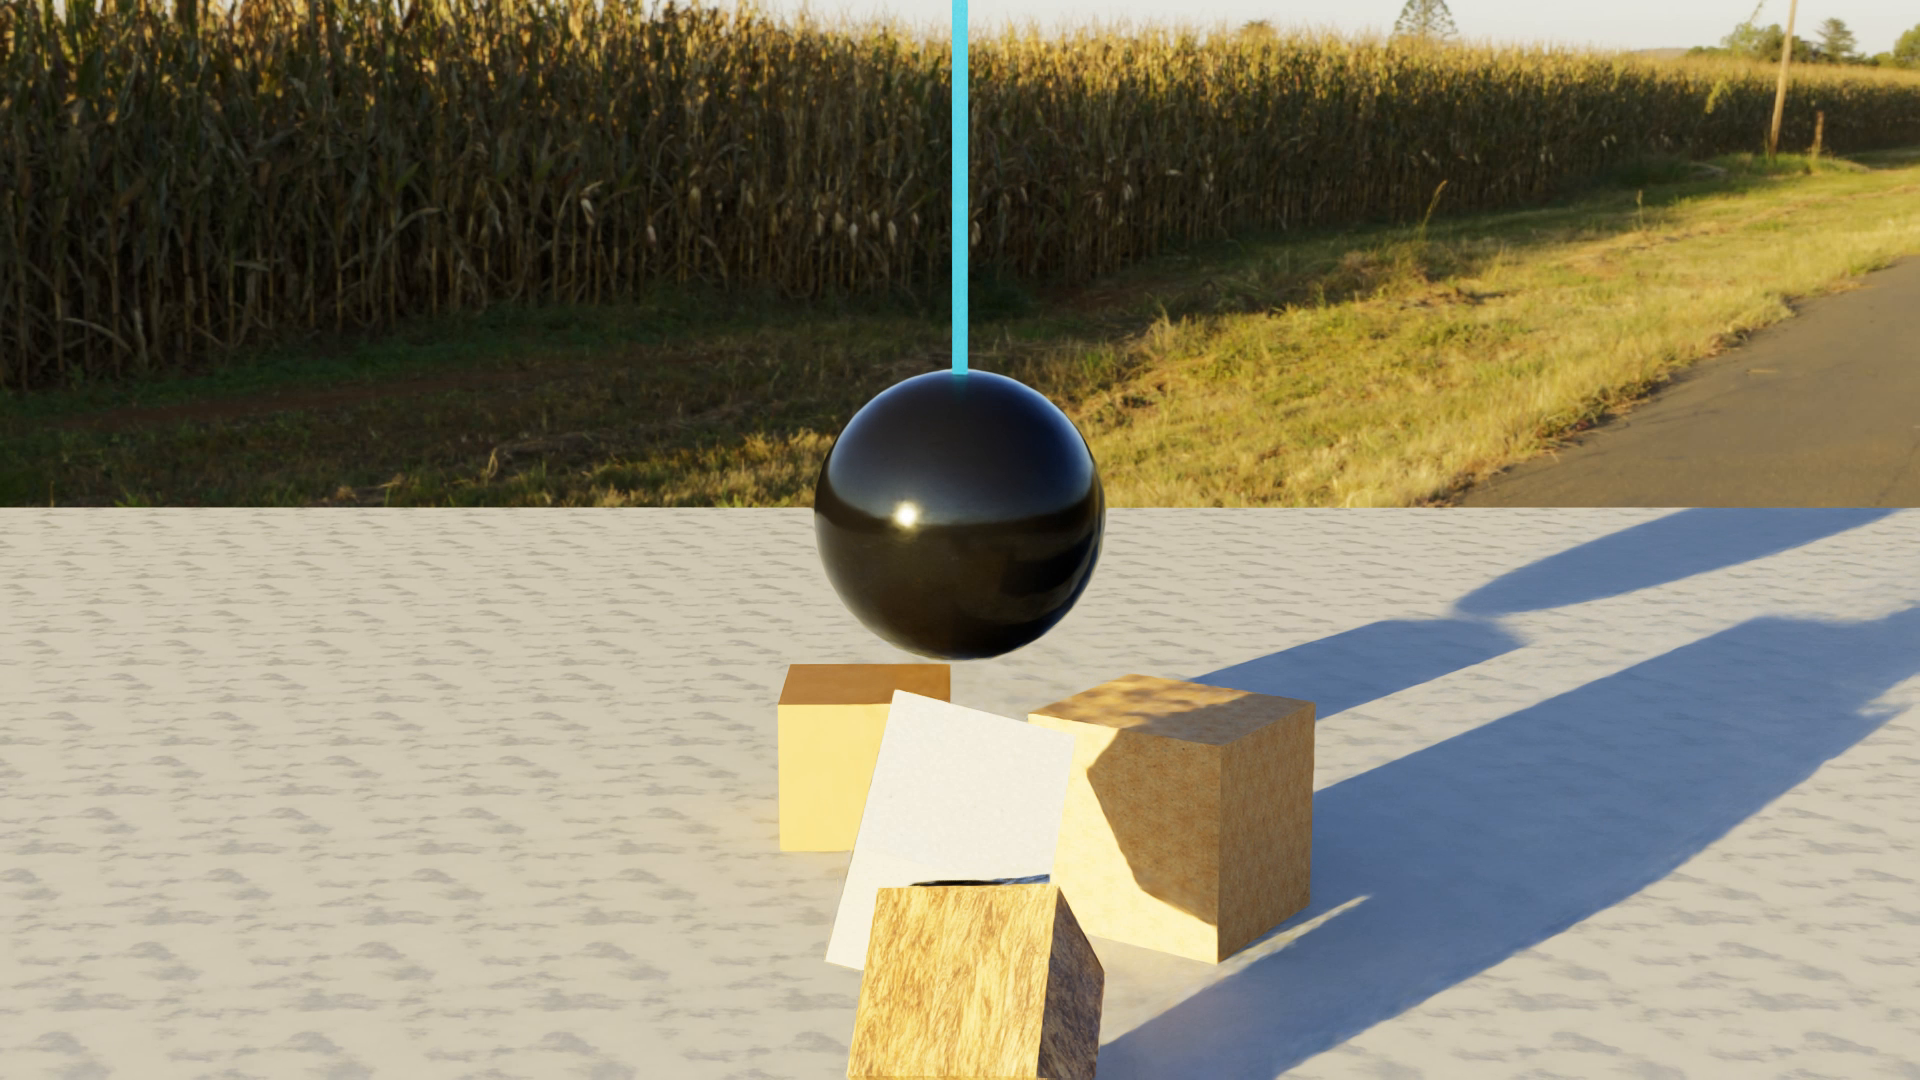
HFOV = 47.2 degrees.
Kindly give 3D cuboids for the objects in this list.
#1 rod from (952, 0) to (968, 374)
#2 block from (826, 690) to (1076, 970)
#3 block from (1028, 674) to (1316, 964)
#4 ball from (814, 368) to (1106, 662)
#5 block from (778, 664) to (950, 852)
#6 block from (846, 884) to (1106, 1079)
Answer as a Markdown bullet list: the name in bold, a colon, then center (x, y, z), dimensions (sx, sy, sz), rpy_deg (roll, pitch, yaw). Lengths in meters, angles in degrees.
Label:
- **rod**: center (0.000, -3.362, 10.933), dimensions (0.080, 5.200, 0.080), rpy_deg (0, 18, 0)
- **block**: center (-0.036, 1.146, 8.161), dimensions (0.690, 0.770, 0.722), rpy_deg (14, 47, -1)
- **block**: center (0.966, 1.237, 10.046), dimensions (0.976, 0.972, 0.915), rpy_deg (7, 12, 34)
- **ball**: center (0.000, -0.133, 11.995), dimensions (1.600, 1.600, 1.600), rpy_deg (0, 10, 0)
- **block**: center (-0.478, 1.109, 11.363), dimensions (0.848, 0.753, 0.862), rpy_deg (0, 10, 0)
- **block**: center (0.076, 1.656, 7.556), dimensions (0.645, 0.681, 0.686), rpy_deg (-4, 53, 18)
